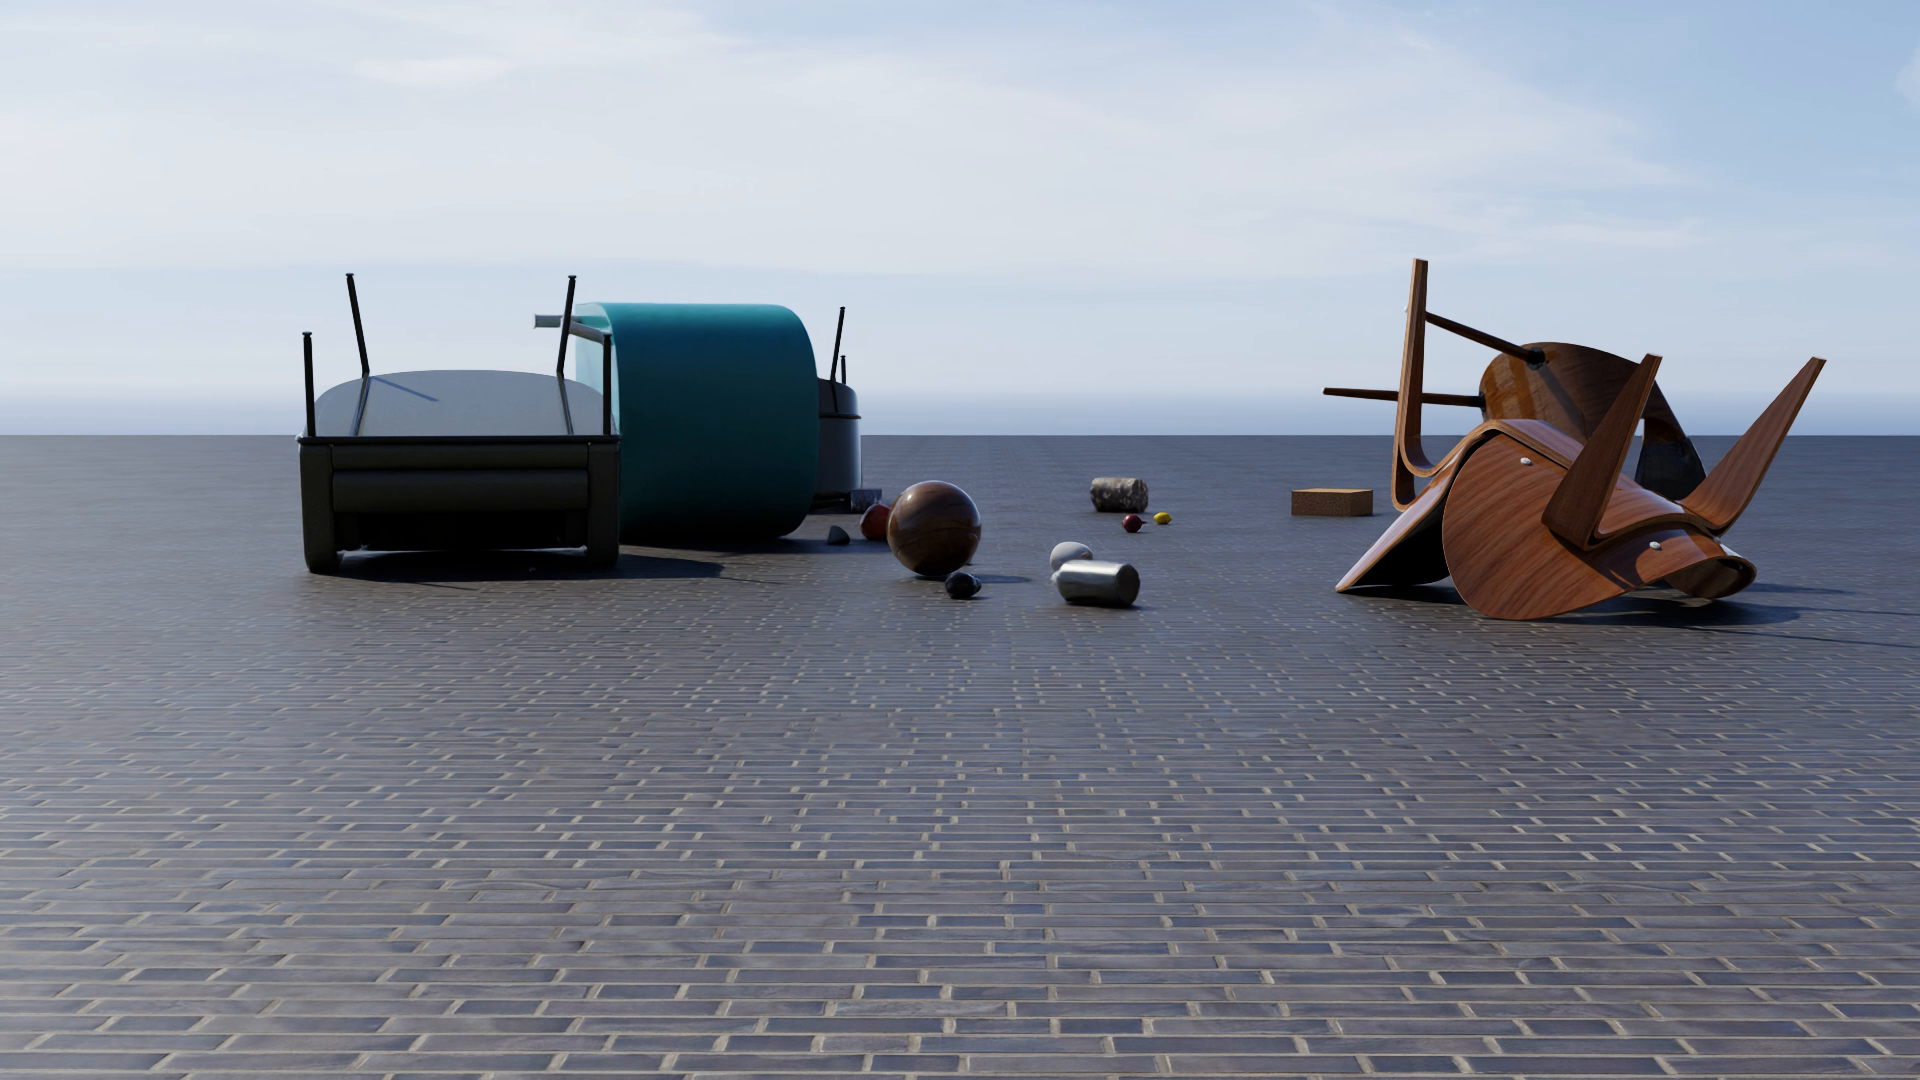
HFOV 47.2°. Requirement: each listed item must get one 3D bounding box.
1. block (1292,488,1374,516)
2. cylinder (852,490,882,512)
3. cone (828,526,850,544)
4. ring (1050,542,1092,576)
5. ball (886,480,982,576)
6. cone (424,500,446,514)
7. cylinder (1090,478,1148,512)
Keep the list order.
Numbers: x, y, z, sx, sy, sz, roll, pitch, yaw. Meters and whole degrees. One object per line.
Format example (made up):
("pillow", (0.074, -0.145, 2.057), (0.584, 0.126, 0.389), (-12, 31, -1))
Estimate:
("block", (1.340, -0.136, 7.913), (0.220, 0.084, 0.229), (2, 5, 31))
("cylinder", (-0.344, -0.146, 8.085), (0.111, 0.080, 0.121), (0, 6, -2))
("cone", (-0.367, -0.002, 6.379), (0.050, 0.062, 0.121), (-36, 17, -21))
("ring", (0.268, 0.046, 5.273), (0.074, 0.083, 0.121), (13, 12, 28))
("ball", (-0.063, -0.028, 5.273), (0.230, 0.230, 0.230), (0, 4, 0))
("cone", (-1.923, -0.109, 7.965), (0.085, 0.049, 0.086), (2, 20, 13))
("cylinder", (0.585, -0.165, 8.062), (0.172, 0.113, 0.134), (3, -36, 34))
